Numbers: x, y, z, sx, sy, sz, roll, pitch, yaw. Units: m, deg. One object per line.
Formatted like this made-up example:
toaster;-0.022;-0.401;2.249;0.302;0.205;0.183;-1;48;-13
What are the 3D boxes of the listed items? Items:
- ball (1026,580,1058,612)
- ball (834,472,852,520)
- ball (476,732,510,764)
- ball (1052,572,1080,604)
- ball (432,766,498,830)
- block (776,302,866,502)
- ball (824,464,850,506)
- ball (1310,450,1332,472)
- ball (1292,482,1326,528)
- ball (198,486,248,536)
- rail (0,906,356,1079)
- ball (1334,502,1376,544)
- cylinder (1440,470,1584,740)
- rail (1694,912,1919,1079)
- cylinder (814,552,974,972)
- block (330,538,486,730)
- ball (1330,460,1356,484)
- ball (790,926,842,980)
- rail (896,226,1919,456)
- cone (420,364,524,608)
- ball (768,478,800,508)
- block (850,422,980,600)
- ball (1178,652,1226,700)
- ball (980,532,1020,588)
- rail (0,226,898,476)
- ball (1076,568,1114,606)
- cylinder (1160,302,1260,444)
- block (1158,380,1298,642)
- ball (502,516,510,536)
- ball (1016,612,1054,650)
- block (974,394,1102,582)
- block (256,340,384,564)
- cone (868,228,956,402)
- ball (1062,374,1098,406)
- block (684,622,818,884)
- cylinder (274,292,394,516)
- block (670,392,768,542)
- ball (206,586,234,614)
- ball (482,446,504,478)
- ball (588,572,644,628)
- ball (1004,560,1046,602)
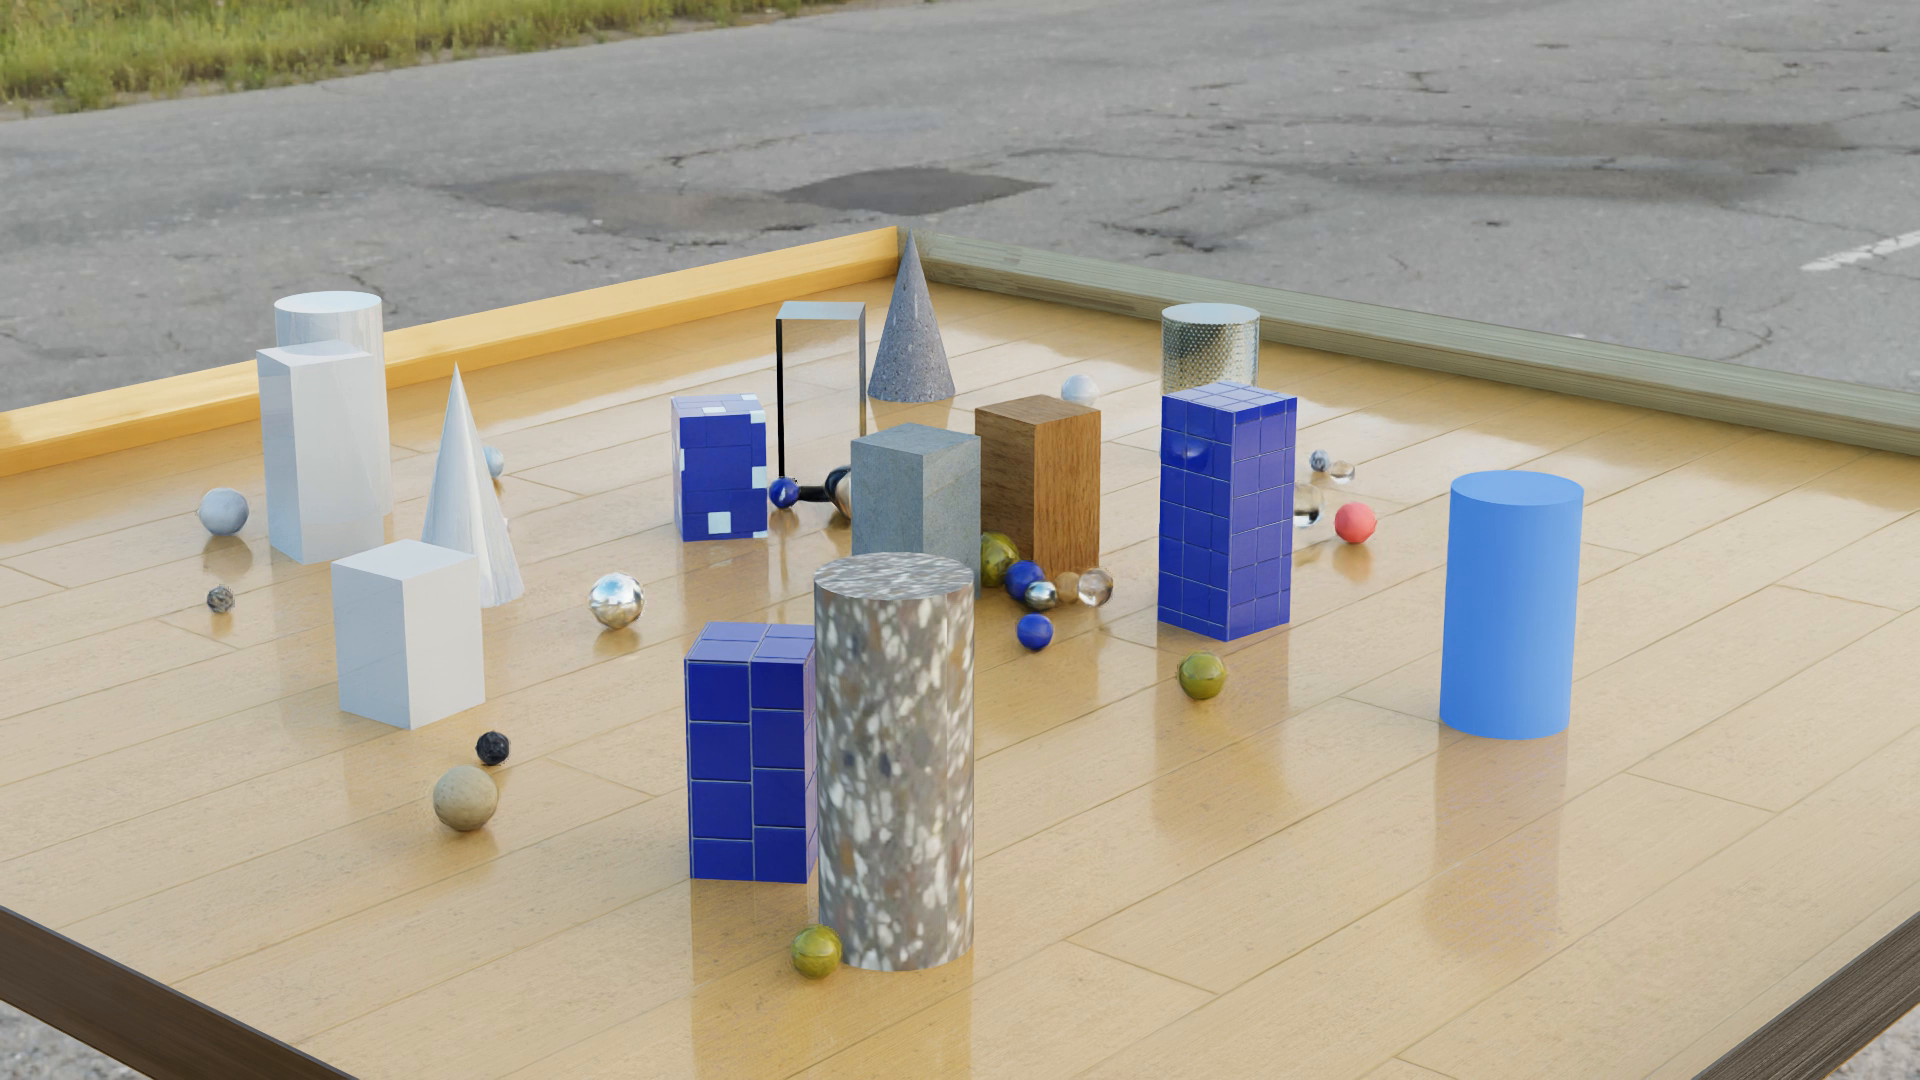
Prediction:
ball;0.140;0.096;5.039;0.056;0.056;0.056;0;17;0
ball;-0.190;-0.084;5.564;0.096;0.096;0.096;0;17;0
ball;-0.692;0.308;4.345;0.050;0.050;0.050;0;17;0
ball;0.188;0.083;5.080;0.057;0.057;0.057;0;17;0
ball;-0.691;0.361;4.099;0.091;0.091;0.091;0;17;0
block;-0.269;-0.271;5.727;0.159;0.362;0.159;1;17;3
ball;-0.218;-0.103;5.648;0.085;0.085;0.085;0;17;0
ball;0.727;-0.159;5.907;0.044;0.044;0.044;0;17;0
ball;0.646;-0.066;5.526;0.086;0.086;0.086;0;17;0
ball;-1.375;-0.054;5.472;0.092;0.092;0.092;0;17;0
rail;-1.292;0.461;3.695;3.908;0.129;0.045;14;22;39
ball;0.732;-0.033;5.428;0.078;0.078;0.078;0;17;0
cylinder;0.843;0.098;4.489;0.198;0.370;0.198;0;17;0
rail;1.457;0.397;3.908;0.045;0.129;3.988;14;22;39
cylinder;-0.081;0.277;3.689;0.198;0.487;0.198;0;17;0
block;-0.857;0.145;4.557;0.159;0.240;0.159;12;21;35
ball;0.759;-0.135;5.817;0.050;0.050;0.050;0;17;0
ball;-0.179;0.513;3.641;0.065;0.065;0.065;0;17;0
rail;1.292;-0.397;6.544;3.908;0.129;0.045;14;22;39
cone;-0.865;-0.108;5.091;0.198;0.417;0.198;0;17;0
ball;-0.340;-0.091;5.652;0.060;0.060;0.060;0;17;0
block;-0.076;-0.035;5.064;0.159;0.291;0.159;13;21;36
ball;0.381;0.214;4.612;0.077;0.077;0.077;0;17;0
ball;0.057;0.035;5.168;0.098;0.098;0.098;0;17;0
rail;-1.457;-0.333;6.331;0.045;0.129;3.988;14;22;39
ball;0.232;0.081;5.030;0.064;0.064;0.064;0;17;0
cylinder;0.508;-0.316;5.981;0.198;0.300;0.198;0;17;0
block;0.449;-0.051;4.939;0.159;0.395;0.159;-15;22;-40
ball;-0.850;-0.019;5.362;0.055;0.055;0.055;0;17;0
ball;0.124;0.151;4.846;0.061;0.061;0.061;0;17;0
block;0.138;-0.090;5.238;0.159;0.297;0.159;-14;22;-39
block;-1.167;-0.162;5.355;0.159;0.368;0.159;-11;20;-33
cone;-0.108;-0.511;6.497;0.198;0.376;0.198;0;17;0
ball;0.261;-0.322;6.383;0.081;0.081;0.081;0;17;0
block;-0.275;0.286;3.966;0.159;0.312;0.159;2;17;6
cylinder;-1.192;-0.253;5.586;0.198;0.409;0.198;0;17;0
block;-0.452;-0.138;5.498;0.159;0.238;0.159;-3;17;-11
ball;-1.271;0.103;5.034;0.045;0.045;0.045;0;17;0
ball;-0.942;-0.154;5.851;0.066;0.066;0.066;0;17;0
ball;-0.580;0.102;4.953;0.094;0.094;0.094;0;17;0
ball;0.112;0.071;5.092;0.072;0.072;0.072;0;17;0
